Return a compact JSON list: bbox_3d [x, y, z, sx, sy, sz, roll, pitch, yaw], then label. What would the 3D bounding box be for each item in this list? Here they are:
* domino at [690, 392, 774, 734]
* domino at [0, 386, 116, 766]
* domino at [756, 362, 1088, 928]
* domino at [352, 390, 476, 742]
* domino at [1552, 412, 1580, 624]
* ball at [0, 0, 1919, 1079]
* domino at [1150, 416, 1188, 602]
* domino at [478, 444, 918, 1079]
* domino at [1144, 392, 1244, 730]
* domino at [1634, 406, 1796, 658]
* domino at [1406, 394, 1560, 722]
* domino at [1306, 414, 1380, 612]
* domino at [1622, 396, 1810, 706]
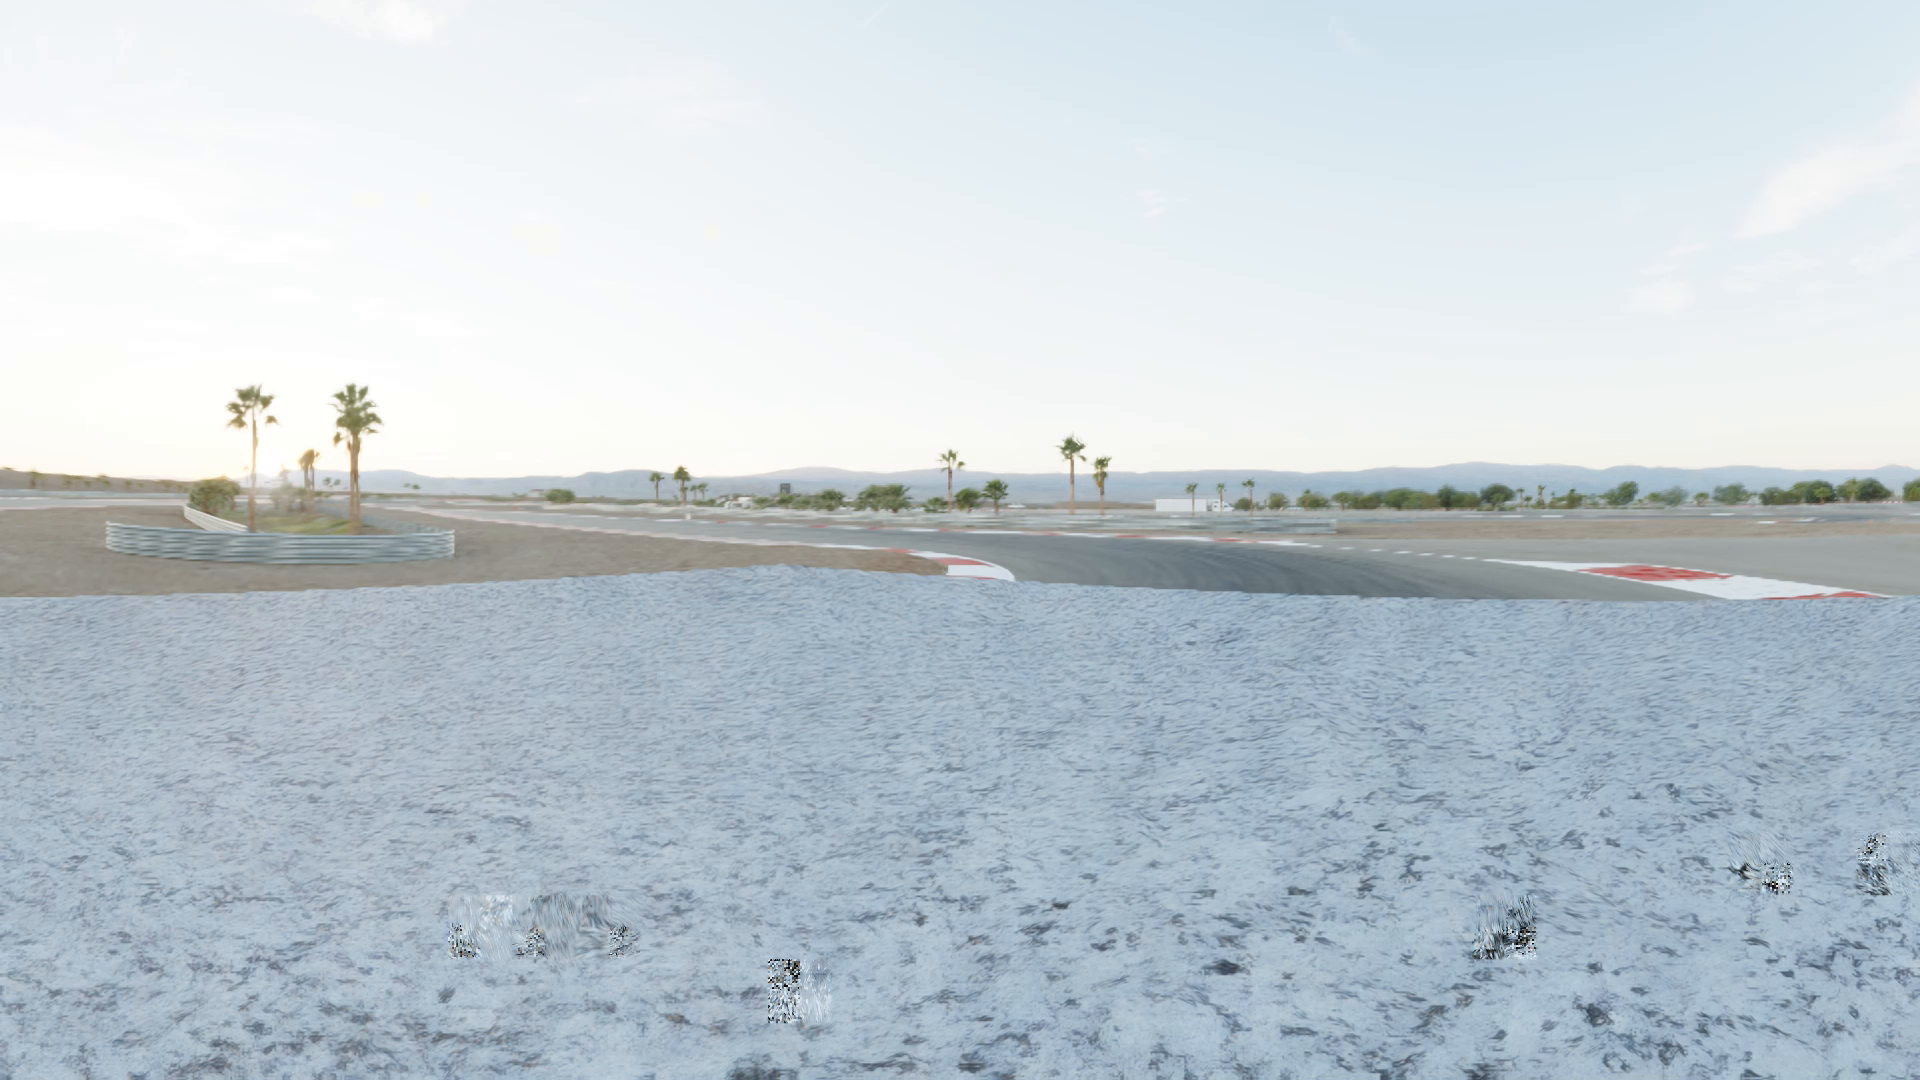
[{"bbox_3d":[-0.035,0.003,0.199,0.009,0.050,0.025,0,4,-4],"label":"domino"},{"bbox_3d":[-0.127,0.004,0.181,0.009,0.050,0.025,-2,5,-28],"label":"domino"},{"bbox_3d":[-0.002,0.009,0.117,0.025,0.050,0.010,-4,-28,15],"label":"domino"},{"bbox_3d":[-0.082,0.003,0.195,0.010,0.050,0.025,-1,4,-8],"label":"domino"},{"bbox_3d":[0.134,-0.005,0.302,0.025,0.050,0.009,-3,5,-36],"label":"domino"},{"bbox_3d":[0.001,-0.002,0.052,0.080,0.080,0.080,0,4,0],"label":"ball"},{"bbox_3d":[0.058,-0.009,0.355,0.009,0.050,0.025,1,4,9],"label":"domino"},{"bbox_3d":[-0.019,0.014,0.094,0.025,0.010,0.050,4,45,-14],"label":"domino"},{"bbox_3d":[0.036,0.002,0.202,0.009,0.050,0.025,0,4,-2],"label":"domino"},{"bbox_3d":[0.152,-0.002,0.259,0.025,0.050,0.009,0,4,-1],"label":"domino"},{"bbox_3d":[0.084,0.002,0.207,0.009,0.050,0.025,-1,4,-10],"label":"domino"},{"bbox_3d":[0.100,-0.008,0.335,0.009,0.050,0.025,3,5,36],"label":"domino"},{"bbox_3d":[0.129,0.001,0.221,0.009,0.050,0.025,-2,5,-28],"label":"domino"}]
